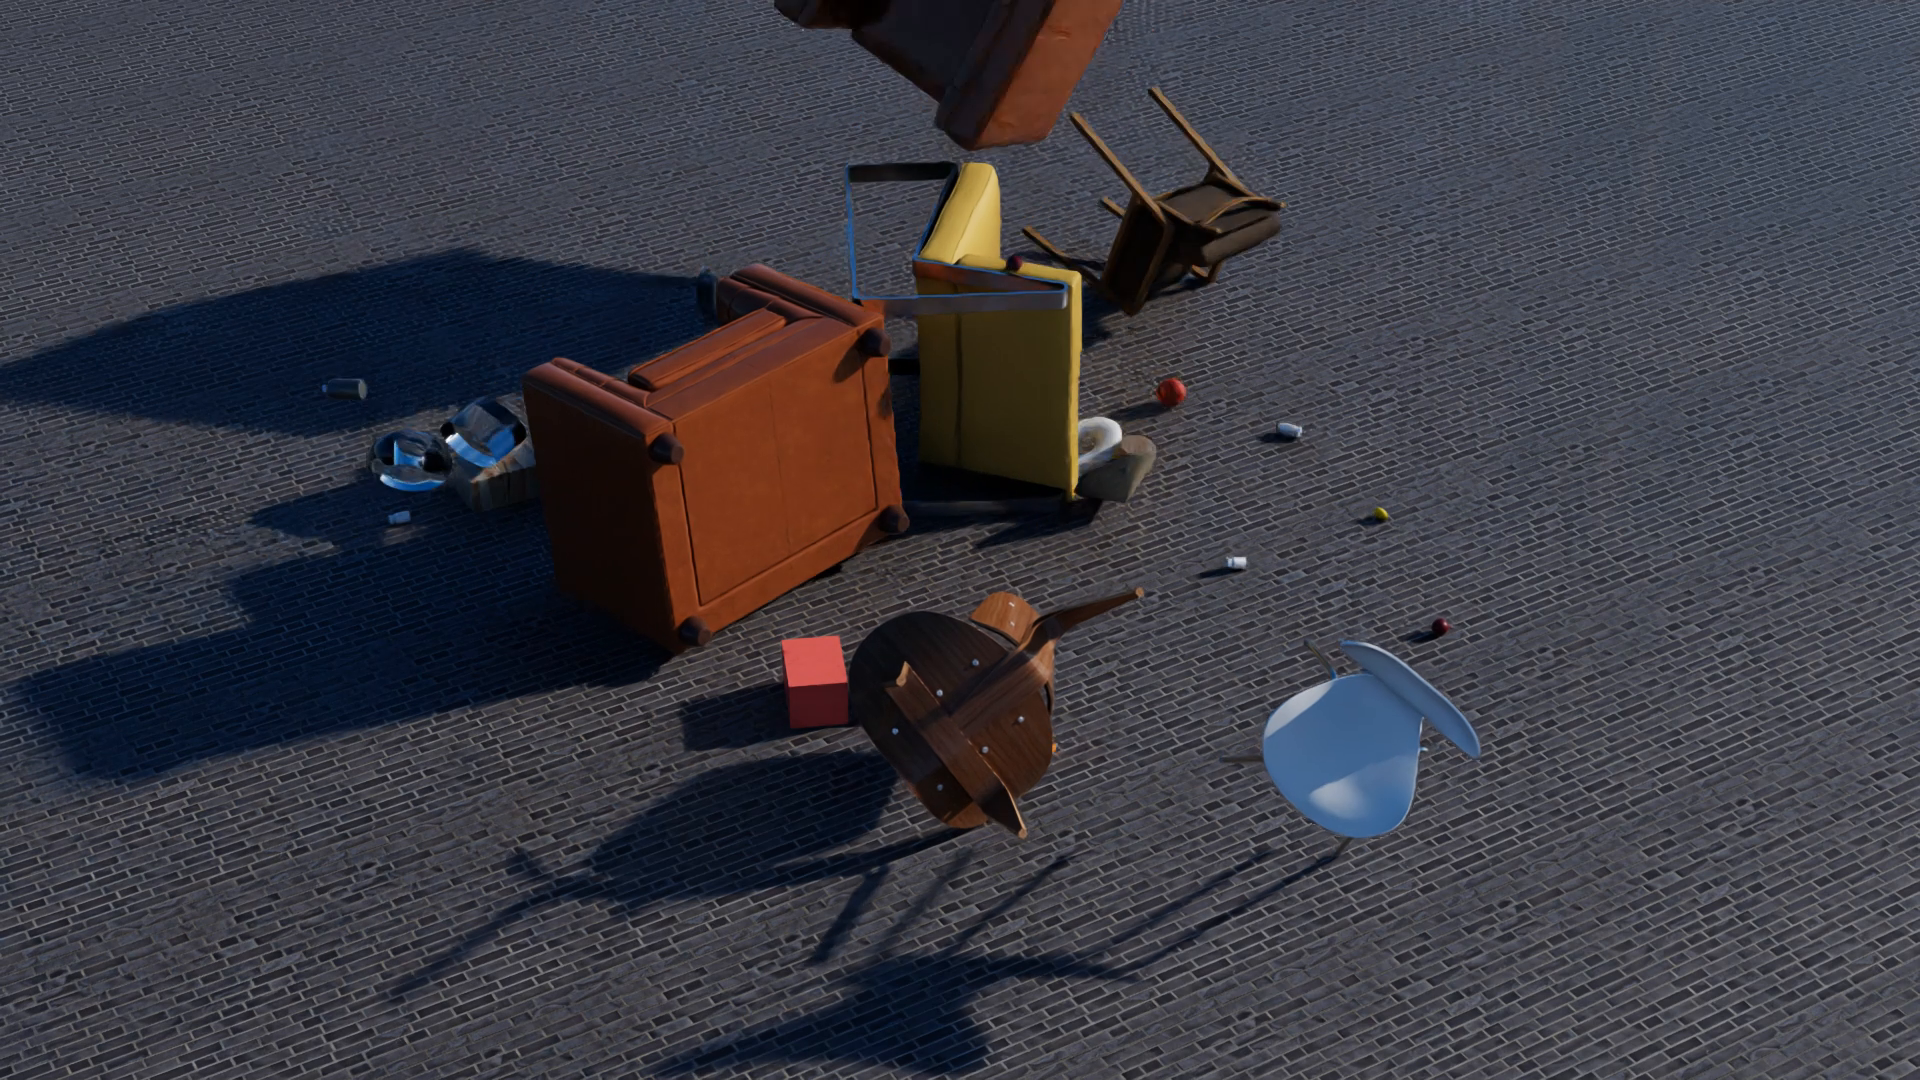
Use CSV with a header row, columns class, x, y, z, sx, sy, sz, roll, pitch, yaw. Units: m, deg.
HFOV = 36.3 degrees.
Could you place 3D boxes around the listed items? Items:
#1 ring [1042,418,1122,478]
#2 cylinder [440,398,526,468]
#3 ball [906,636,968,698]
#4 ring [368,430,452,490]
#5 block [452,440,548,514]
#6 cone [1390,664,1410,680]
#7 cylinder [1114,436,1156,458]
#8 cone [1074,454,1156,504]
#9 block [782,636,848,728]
class,x,y,z,sx,sy,sz,roll,pitch,yaw
ring,0.472,-0.356,11.354,0.358,0.072,0.218,-32,63,-17
cylinder,-1.805,-0.408,11.108,0.286,0.185,0.173,24,53,29
ball,-0.080,0.437,10.089,0.210,0.210,0.210,0,33,0
ring,-2.092,-0.301,11.159,0.314,0.280,0.145,6,57,-3
block,-1.753,-0.242,11.184,0.298,0.141,0.195,-17,37,-24
cone,1.533,0.452,10.182,0.067,0.050,0.076,14,-1,-9
cylinder,0.676,-0.347,11.301,0.147,0.094,0.092,17,76,-13
cone,0.603,-0.191,11.043,0.297,0.353,0.121,-1,65,-44
block,-0.497,0.486,10.047,0.199,0.176,0.276,-4,34,-7
